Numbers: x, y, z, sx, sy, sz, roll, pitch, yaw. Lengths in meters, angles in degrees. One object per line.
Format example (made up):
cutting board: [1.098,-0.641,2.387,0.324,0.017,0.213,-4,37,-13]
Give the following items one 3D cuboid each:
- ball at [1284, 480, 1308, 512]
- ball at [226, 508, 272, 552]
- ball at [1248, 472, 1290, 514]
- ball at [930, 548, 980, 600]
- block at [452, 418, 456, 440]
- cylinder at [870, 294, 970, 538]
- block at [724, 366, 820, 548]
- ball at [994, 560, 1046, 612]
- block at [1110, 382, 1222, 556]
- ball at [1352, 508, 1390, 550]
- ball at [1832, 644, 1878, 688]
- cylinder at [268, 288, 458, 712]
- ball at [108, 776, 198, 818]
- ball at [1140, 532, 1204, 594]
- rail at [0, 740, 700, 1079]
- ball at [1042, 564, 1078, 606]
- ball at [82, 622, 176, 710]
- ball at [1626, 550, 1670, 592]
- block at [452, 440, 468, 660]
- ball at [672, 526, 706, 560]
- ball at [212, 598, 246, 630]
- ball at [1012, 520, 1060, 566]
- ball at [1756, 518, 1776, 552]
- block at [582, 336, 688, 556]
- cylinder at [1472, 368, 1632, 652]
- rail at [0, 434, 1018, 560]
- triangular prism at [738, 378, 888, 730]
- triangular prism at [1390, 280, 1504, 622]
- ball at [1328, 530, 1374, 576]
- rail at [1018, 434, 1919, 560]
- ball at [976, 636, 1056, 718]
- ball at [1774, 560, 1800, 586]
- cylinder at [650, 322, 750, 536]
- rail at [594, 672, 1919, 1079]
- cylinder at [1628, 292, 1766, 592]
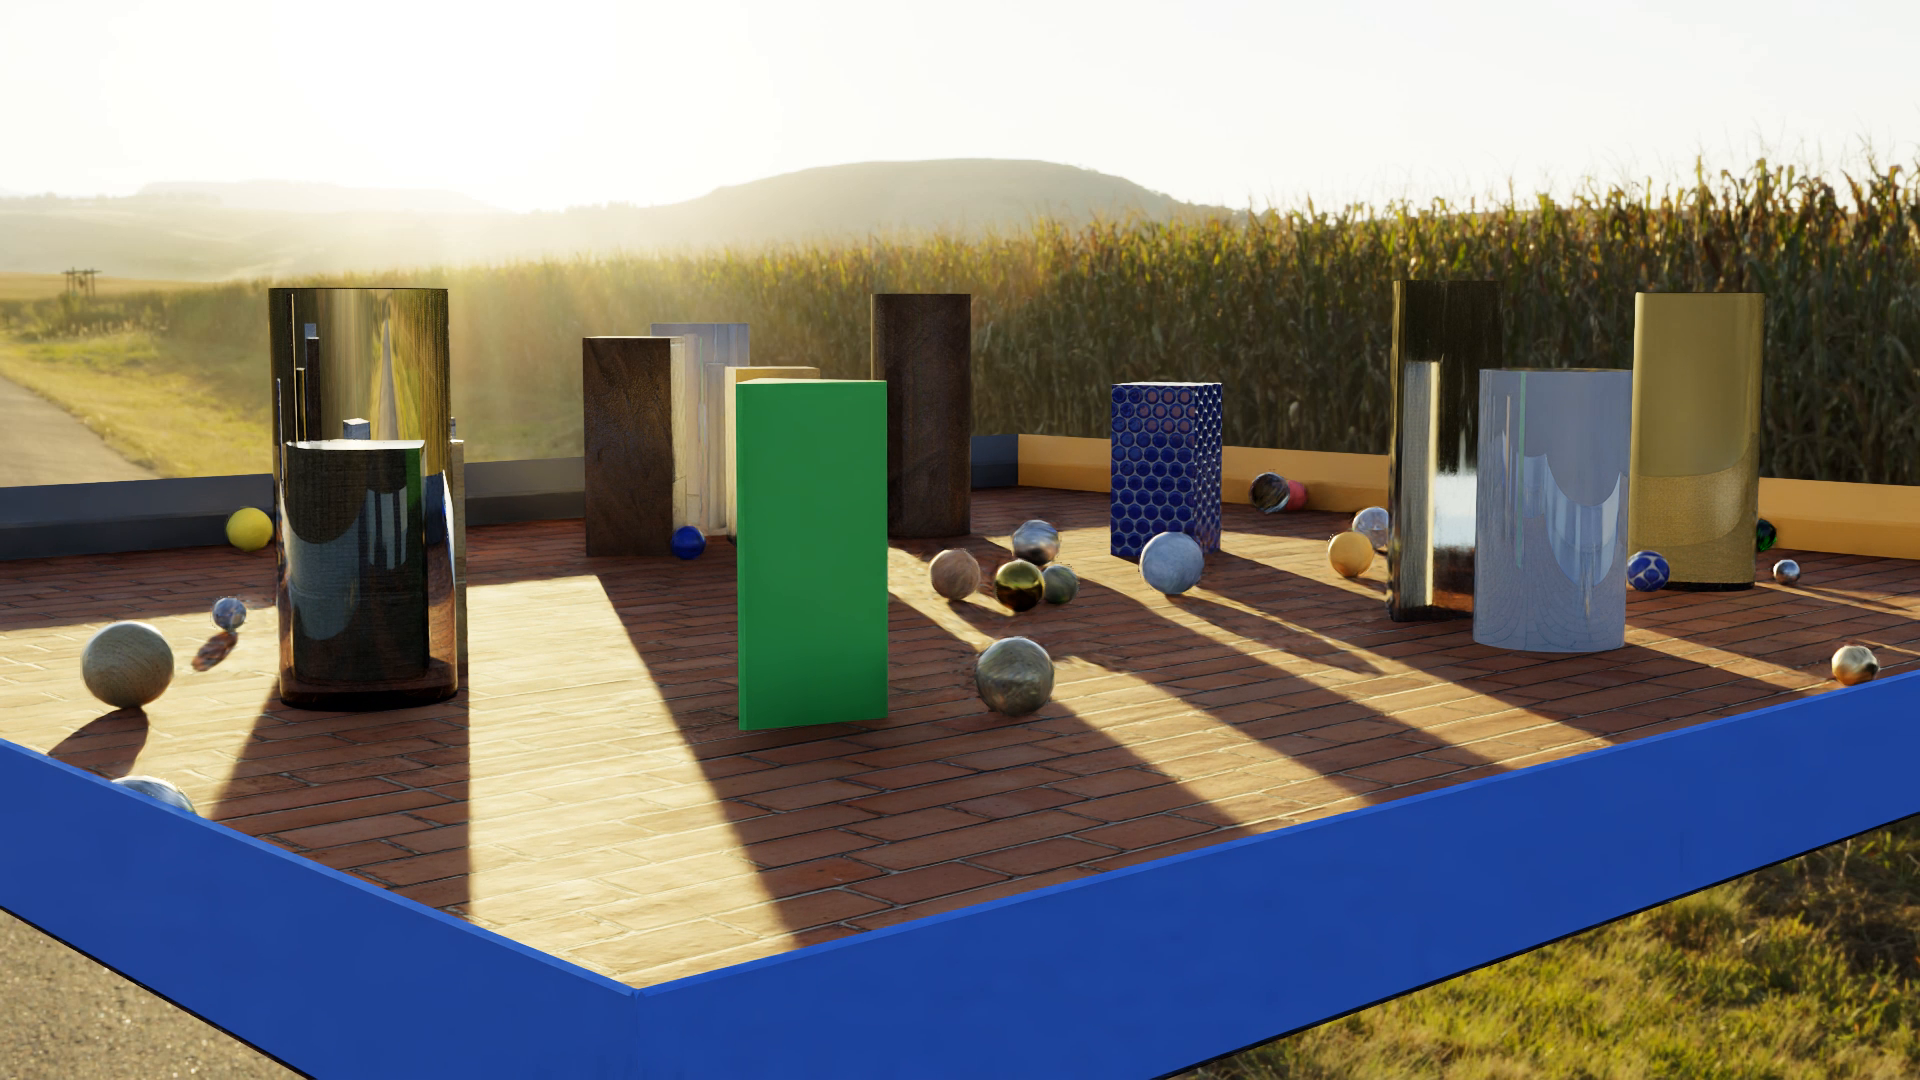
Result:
ball: [0.741,-0.099,4.905,0.068,0.068,0.068,0,6,0]
ball: [-1.317,-0.019,4.078,0.082,0.082,0.082,0,6,0]
ball: [0.683,-0.104,4.852,0.090,0.090,0.090,0,6,0]
ball: [-0.008,0.053,3.395,0.079,0.079,0.079,0,6,0]
block: [-0.986,-0.081,3.826,0.159,0.258,0.159,2,6,16]
cylinder: [-0.078,-0.251,4.391,0.199,0.478,0.199,0,6,0]
block: [-0.359,-0.161,4.208,0.159,0.337,0.159,-1,6,-13]
ball: [0.088,0.068,3.263,0.076,0.076,0.076,0,6,0]
block: [0.381,-0.132,4.049,0.159,0.311,0.159,3,7,24]
ball: [0.774,-0.022,4.114,0.079,0.079,0.079,0,6,0]
ball: [1.061,0.150,2.607,0.050,0.050,0.050,0,6,0]
cylinder: [-0.684,-0.052,2.524,0.199,0.469,0.199,0,6,0]
ball: [-0.626,0.226,1.671,0.093,0.093,0.093,0,6,0]
ball: [0.334,0.036,3.460,0.099,0.099,0.099,0,6,0]
rail: [-1.220,0.150,2.212,0.045,0.129,3.208,-5,8,-42]
ball: [0.149,0.068,3.337,0.061,0.061,0.061,0,6,0]
ball: [-0.932,0.140,2.466,0.098,0.098,0.098,0,6,0]
ball: [1.091,0.049,3.489,0.067,0.067,0.067,0,6,0]
block: [-0.743,0.014,2.803,0.159,0.280,0.159,6,8,43]
ball: [-0.487,0.005,3.943,0.062,0.062,0.062,0,6,0]
ball: [-1.021,0.103,3.072,0.046,0.046,0.046,0,6,0]
ball: [0.133,0.006,3.836,0.082,0.082,0.082,0,6,0]
ball: [1.483,-0.009,4.080,0.061,0.061,0.061,0,6,0]
block: [-0.597,-0.175,4.057,0.159,0.396,0.159,0,6,2]
cylinder: [0.796,-0.045,2.957,0.199,0.366,0.199,0,6,0]
rail: [-1.072,-0.087,4.487,3.368,0.129,0.045,-5,8,-42]
triangular prism: [-0.189,0.008,2.428,0.172,0.369,0.149,-3,7,-27]
triangular prism: [0.677,-0.135,3.230,0.172,0.488,0.149,-2,6,-22]
ball: [0.657,0.023,3.697,0.077,0.077,0.077,0,6,0]
rail: [1.220,-0.083,4.451,0.045,0.129,3.208,-5,8,-42]
ball: [0.061,0.151,2.417,0.088,0.088,0.088,0,6,0]
ball: [1.347,0.053,3.581,0.041,0.041,0.041,0,6,0]
cylinder: [-0.524,-0.228,4.447,0.199,0.420,0.199,0,6,0]
rail: [1.072,0.154,2.177,3.368,0.129,0.045,-5,8,-42]
cylinder: [1.192,-0.163,3.566,0.199,0.473,0.199,0,6,0]
